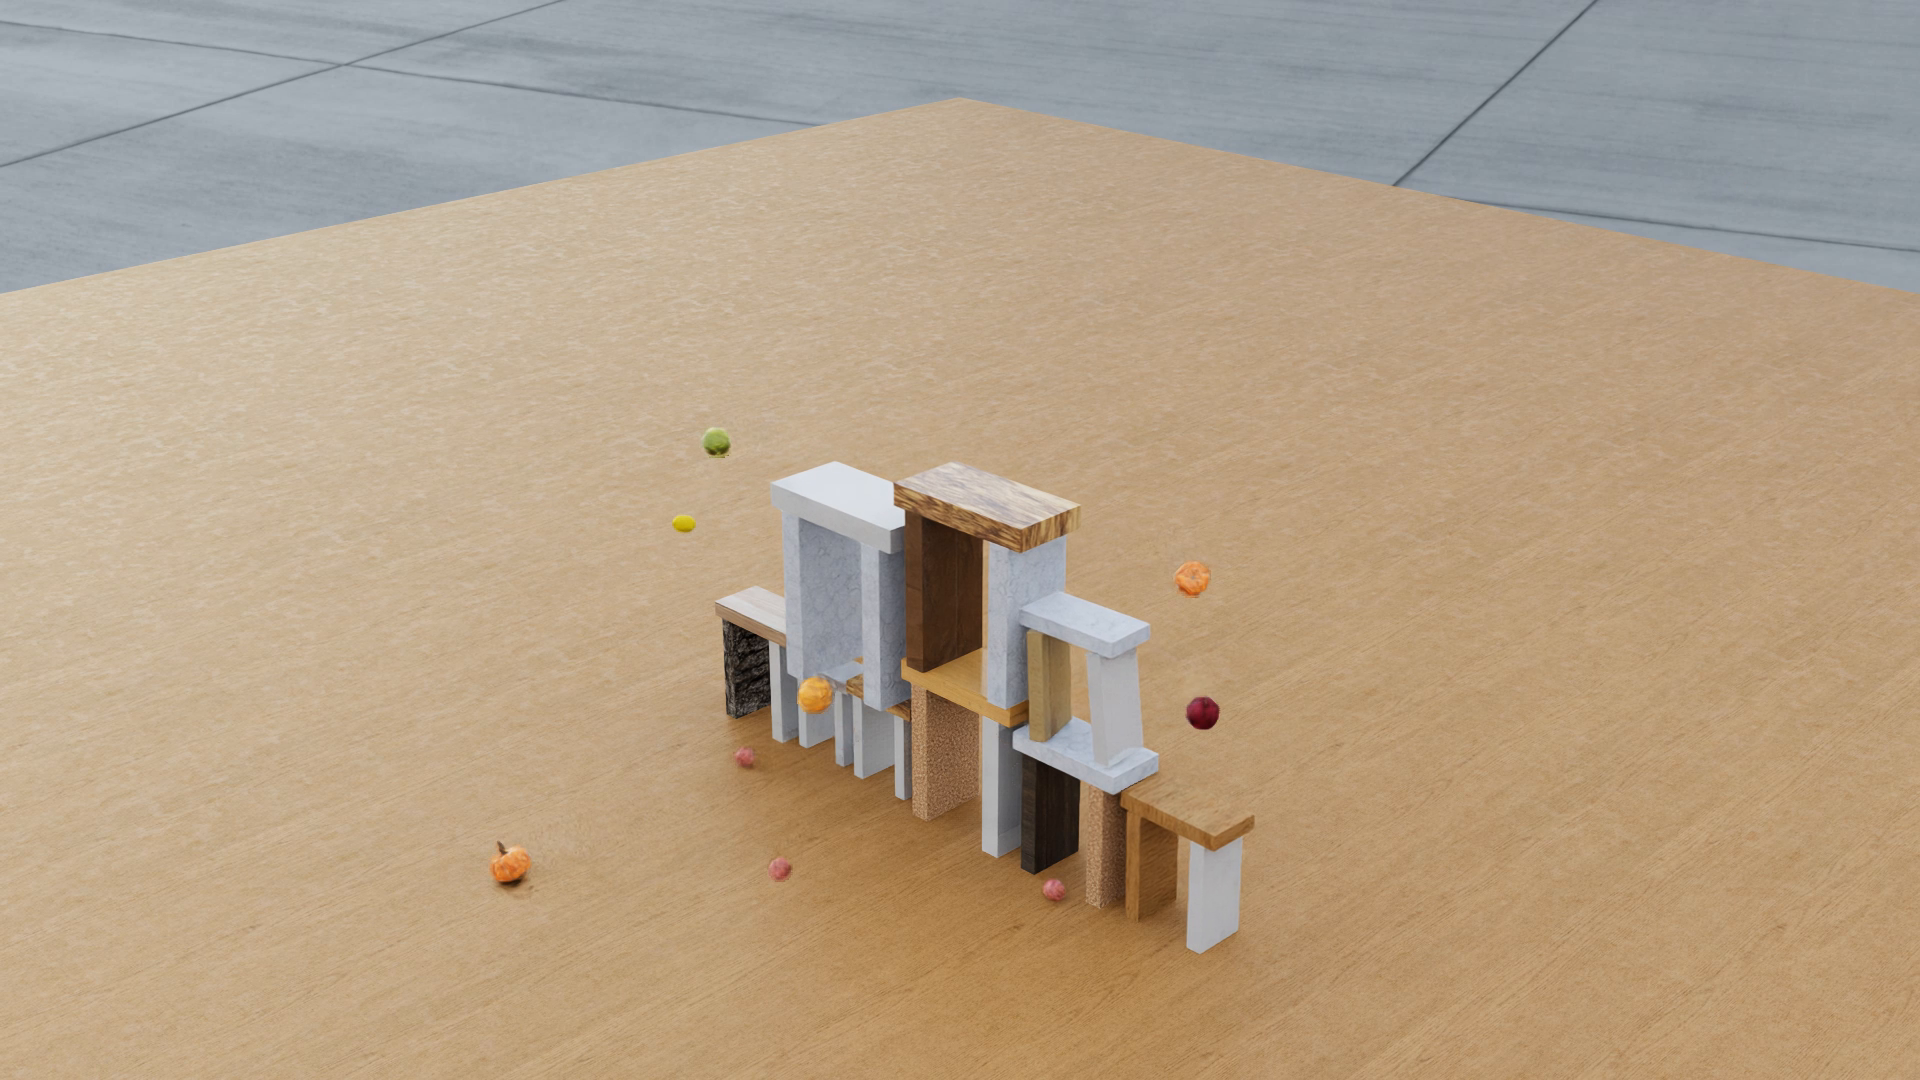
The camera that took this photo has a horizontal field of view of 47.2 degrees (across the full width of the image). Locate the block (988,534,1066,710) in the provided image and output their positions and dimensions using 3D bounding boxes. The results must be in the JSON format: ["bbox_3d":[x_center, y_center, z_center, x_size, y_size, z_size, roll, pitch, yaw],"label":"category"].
[{"bbox_3d":[0.126,0.138,4.144,0.047,0.330,0.165,21,30,39],"label":"block"}]

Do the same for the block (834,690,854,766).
[{"bbox_3d":[-0.223,0.383,4.635,0.025,0.175,0.087,21,31,41],"label":"block"}]

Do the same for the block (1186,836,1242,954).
[{"bbox_3d":[0.463,0.629,3.993,0.111,0.222,0.031,-21,30,-41],"label":"block"}]

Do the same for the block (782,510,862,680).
[{"bbox_3d":[-0.281,0.092,4.563,0.050,0.368,0.176,21,30,40],"label":"block"}]

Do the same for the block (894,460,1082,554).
[{"bbox_3d":[0.049,-0.065,4.141,0.330,0.047,0.165,21,31,40],"label":"block"}]

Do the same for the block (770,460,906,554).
[{"bbox_3d":[-0.197,-0.068,4.404,0.353,0.050,0.176,21,31,41],"label":"block"}]

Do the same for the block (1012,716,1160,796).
[{"bbox_3d":[0.235,0.397,4.130,0.254,0.036,0.127,21,31,41],"label":"block"}]

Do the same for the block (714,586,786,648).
[{"bbox_3d":[-0.407,0.164,4.733,0.234,0.033,0.117,21,31,41],"label":"block"}]

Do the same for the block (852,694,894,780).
[{"bbox_3d":[-0.178,0.395,4.588,0.094,0.188,0.027,-21,31,-40],"label":"block"}]

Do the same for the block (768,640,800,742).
[{"bbox_3d":[-0.352,0.308,4.734,0.033,0.234,0.117,21,31,41],"label":"block"}]

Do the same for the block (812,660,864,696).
[{"bbox_3d":[-0.264,0.275,4.634,0.087,0.025,0.175,-21,31,-40],"label":"block"}]

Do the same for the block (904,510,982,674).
[{"bbox_3d":[-0.030,0.078,4.285,0.047,0.330,0.165,21,31,41],"label":"block"}]

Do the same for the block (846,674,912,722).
[{"bbox_3d":[-0.135,0.314,4.504,0.188,0.027,0.094,21,31,41],"label":"block"}]

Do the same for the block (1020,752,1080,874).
[{"bbox_3d":[0.176,0.507,4.242,0.036,0.254,0.127,21,31,41],"label":"block"}]

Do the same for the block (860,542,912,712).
[{"bbox_3d":[-0.114,0.150,4.406,0.050,0.353,0.176,21,31,40],"label":"block"}]

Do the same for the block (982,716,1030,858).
[{"bbox_3d":[0.111,0.459,4.300,0.042,0.297,0.148,21,31,41],"label":"block"}]

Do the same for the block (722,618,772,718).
[{"bbox_3d":[-0.462,0.265,4.836,0.033,0.234,0.117,21,31,41],"label":"block"}]

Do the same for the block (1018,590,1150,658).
[{"bbox_3d":[0.228,0.154,4.044,0.221,0.031,0.111,20,30,39],"label":"block"}]

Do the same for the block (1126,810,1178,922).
[{"bbox_3d":[0.358,0.588,4.089,0.111,0.222,0.031,-21,30,-41],"label":"block"}]

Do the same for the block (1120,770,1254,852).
[{"bbox_3d":[0.412,0.491,3.994,0.111,0.031,0.222,-21,31,-40],"label":"block"}]

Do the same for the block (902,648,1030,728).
[{"bbox_3d":[0.042,0.275,4.299,0.149,0.042,0.297,-21,31,-41],"label":"block"}]

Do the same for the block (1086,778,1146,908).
[{"bbox_3d":[0.295,0.553,4.132,0.036,0.254,0.127,21,31,41],"label":"block"}]

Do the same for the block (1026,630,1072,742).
[{"bbox_3d":[0.168,0.257,4.129,0.031,0.221,0.111,10,25,28],"label":"block"}]

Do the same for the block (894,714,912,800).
[{"bbox_3d":[-0.090,0.430,4.506,0.027,0.188,0.094,21,31,41],"label":"block"}]

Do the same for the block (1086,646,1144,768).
[{"bbox_3d":[0.285,0.295,4.037,0.031,0.221,0.111,10,24,39],"label":"block"}]

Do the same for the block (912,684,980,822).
[{"bbox_3d":[-0.029,0.404,4.429,0.042,0.297,0.148,21,31,41],"label":"block"}]

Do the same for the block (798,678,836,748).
[{"bbox_3d":[-0.305,0.351,4.711,0.025,0.175,0.087,21,31,41],"label":"block"}]
